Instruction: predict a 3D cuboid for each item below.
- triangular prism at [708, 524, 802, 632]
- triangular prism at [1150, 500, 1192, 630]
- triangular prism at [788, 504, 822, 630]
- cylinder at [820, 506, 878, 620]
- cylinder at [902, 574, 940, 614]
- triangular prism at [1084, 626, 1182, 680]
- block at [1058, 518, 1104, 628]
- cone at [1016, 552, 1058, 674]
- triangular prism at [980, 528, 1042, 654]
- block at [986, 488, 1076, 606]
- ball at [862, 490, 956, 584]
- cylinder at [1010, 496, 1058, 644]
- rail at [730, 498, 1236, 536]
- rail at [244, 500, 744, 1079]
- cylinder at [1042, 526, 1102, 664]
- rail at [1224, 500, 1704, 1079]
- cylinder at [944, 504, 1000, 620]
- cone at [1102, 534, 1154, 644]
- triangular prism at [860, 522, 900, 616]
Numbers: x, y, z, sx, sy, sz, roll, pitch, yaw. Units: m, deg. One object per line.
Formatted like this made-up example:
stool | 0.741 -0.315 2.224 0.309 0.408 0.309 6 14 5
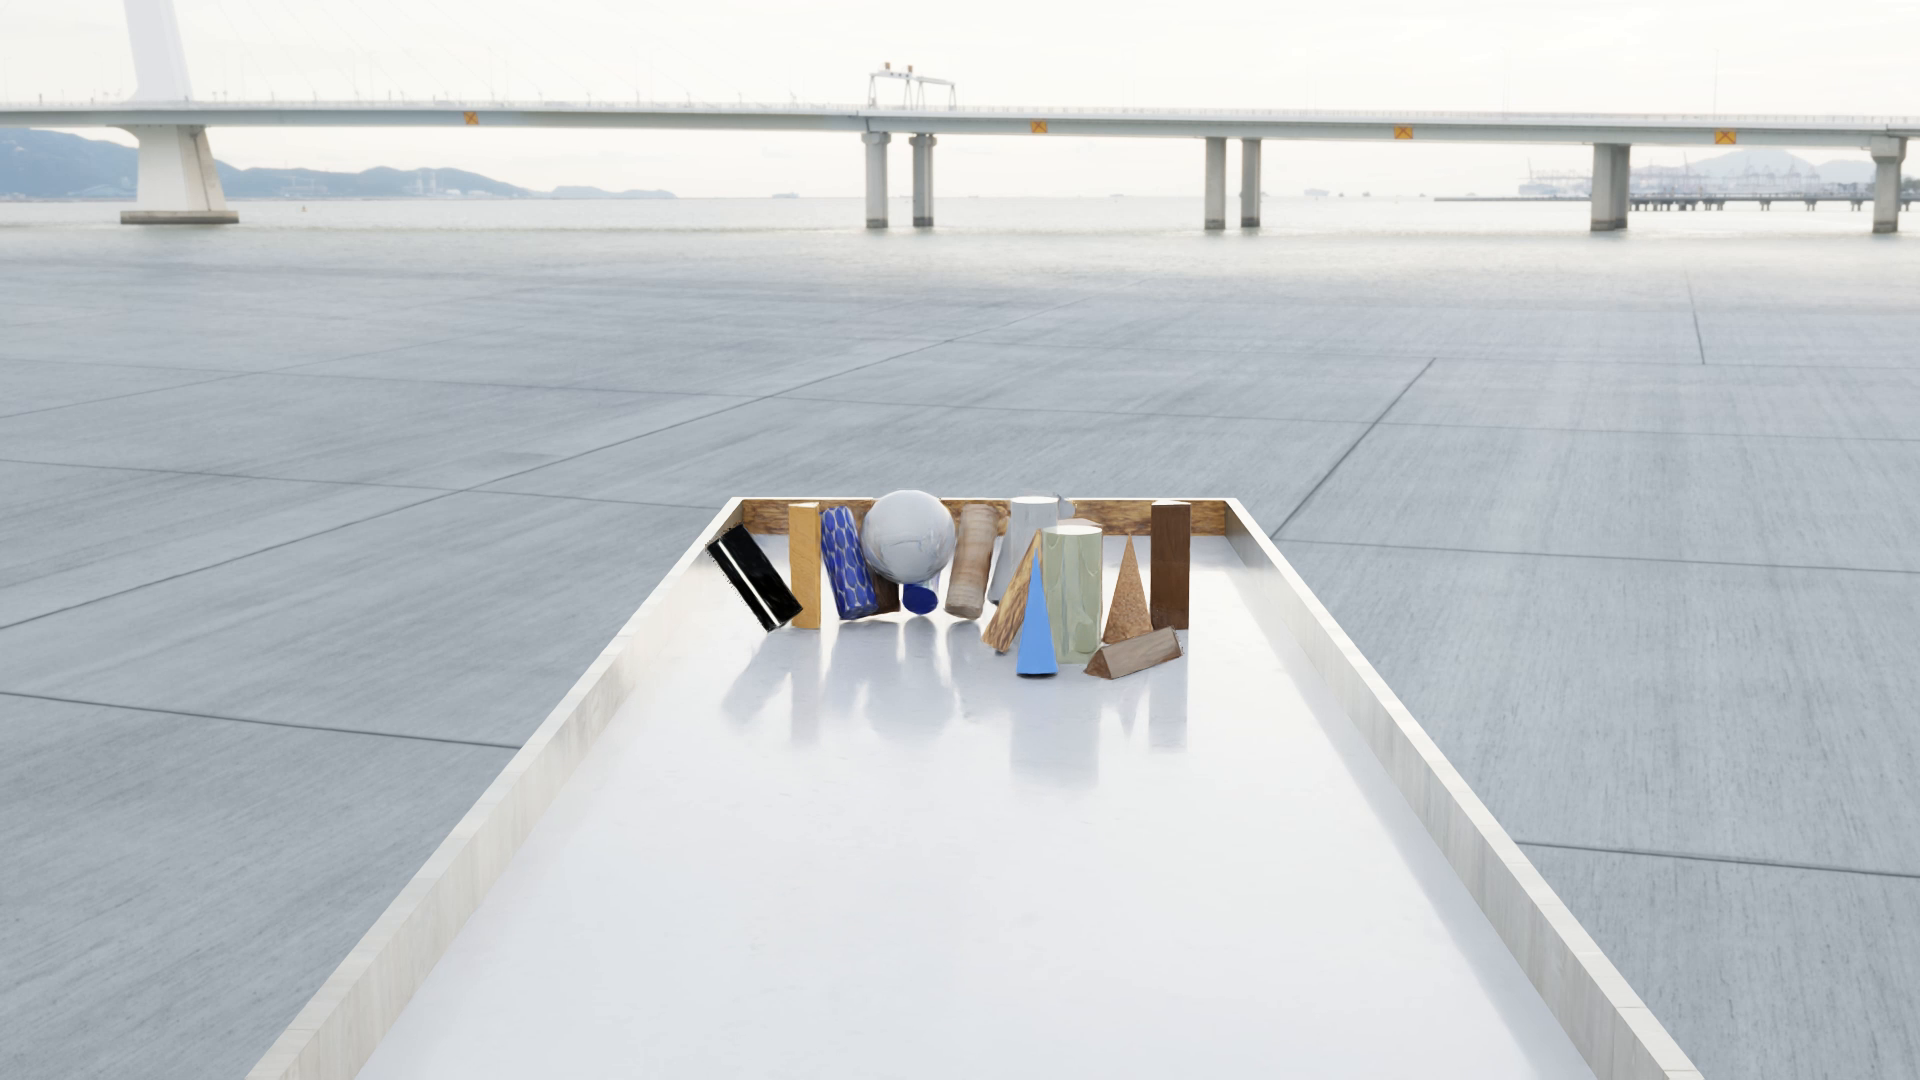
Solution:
triangular prism | -0.671 0.132 7.174 0.138 0.344 0.119 -35 -4 -11
triangular prism | 0.671 0.080 7.186 0.132 0.413 0.114 -2 9 -11
triangular prism | -0.485 0.083 7.203 0.108 0.401 0.094 4 9 32
cylinder | -0.382 0.079 7.320 0.134 0.356 0.134 -14 -19 -5
cylinder | -0.126 0.098 7.510 0.123 0.123 0.340 0 39 3
triangular prism | 0.526 0.332 6.599 0.100 0.087 0.402 13 15 35
block | 0.362 0.112 7.218 0.158 0.340 0.158 -4 10 -22
cone | 0.225 0.205 6.487 0.126 0.370 0.126 -1 0 0
triangular prism | 0.198 0.162 6.815 0.089 0.392 0.077 26 -4 15
block | 0.239 0.044 7.385 0.145 0.401 0.145 7 -17 37
ball | -0.170 -0.009 7.296 0.316 0.316 0.316 0 9 0
cylinder | 0.234 0.098 6.947 0.149 0.452 0.149 0 9 0
rail | 0.099 -0.098 9.147 2.100 0.150 0.050 0 9 1
rail | -1.004 0.839 3.234 0.050 0.150 12.000 0 9 1
cylinder | 0.340 0.165 6.699 0.179 0.397 0.179 0 9 0
rail | 1.046 0.843 3.208 0.050 0.150 12.000 0 9 1
cylinder | 0.041 0.072 7.342 0.128 0.366 0.128 9 -20 3
cone | 0.535 0.145 6.956 0.170 0.356 0.170 0 9 0
triangular prism | -0.282 0.067 7.463 0.122 0.106 0.392 -9 48 3
